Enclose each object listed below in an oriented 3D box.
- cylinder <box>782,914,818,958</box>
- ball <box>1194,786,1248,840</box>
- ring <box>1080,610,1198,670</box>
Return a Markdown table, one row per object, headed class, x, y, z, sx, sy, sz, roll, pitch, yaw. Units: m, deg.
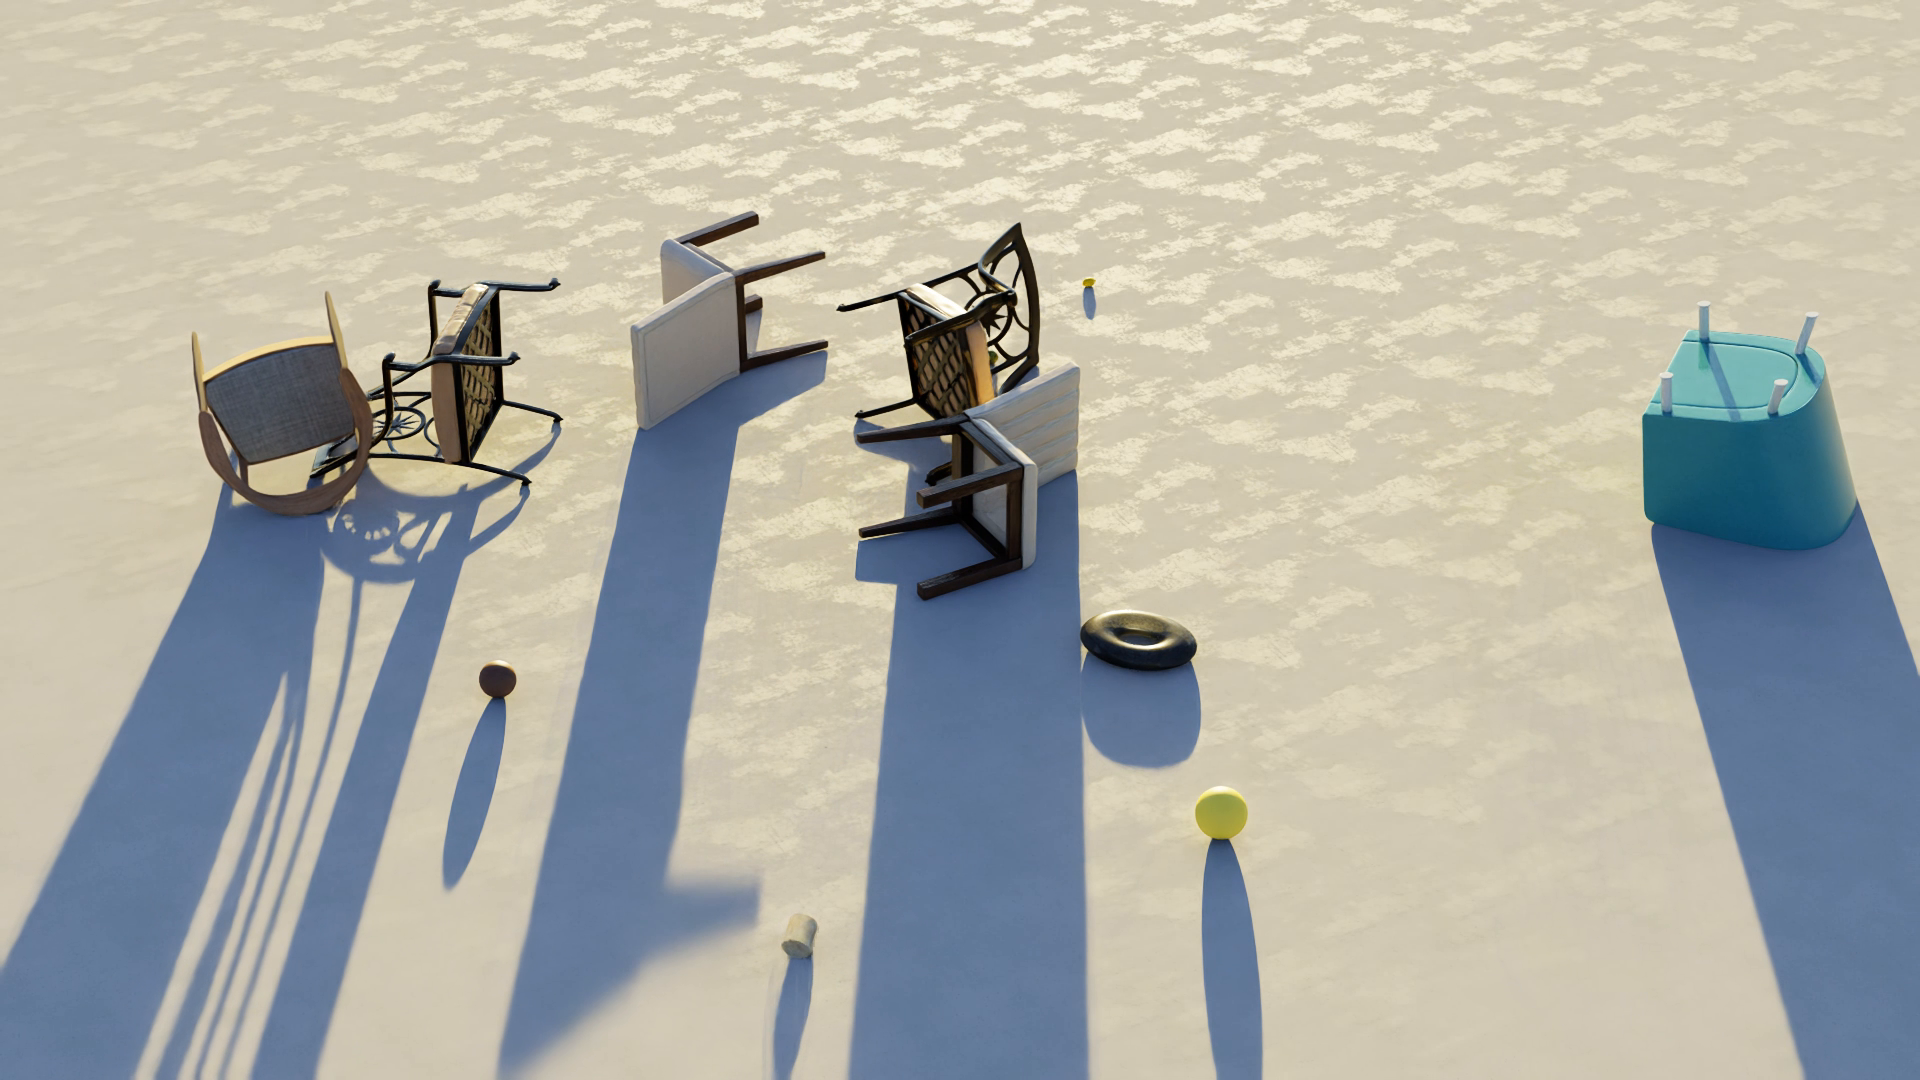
| class | x | y | z | sx | sy | sz | roll | pitch | yaw |
| --- | --- | --- | --- | --- | --- | --- | --- | --- | --- |
| cylinder | -0.493 | 1.219 | 9.030 | 0.091 | 0.068 | 0.125 | 20 | 34 | -4 |
| ball | 0.843 | 0.880 | 9.453 | 0.171 | 0.171 | 0.171 | 0 | 33 | 0 |
| ring | 0.629 | 0.354 | 10.341 | 0.423 | 0.075 | 0.309 | 11 | 36 | 15 |
